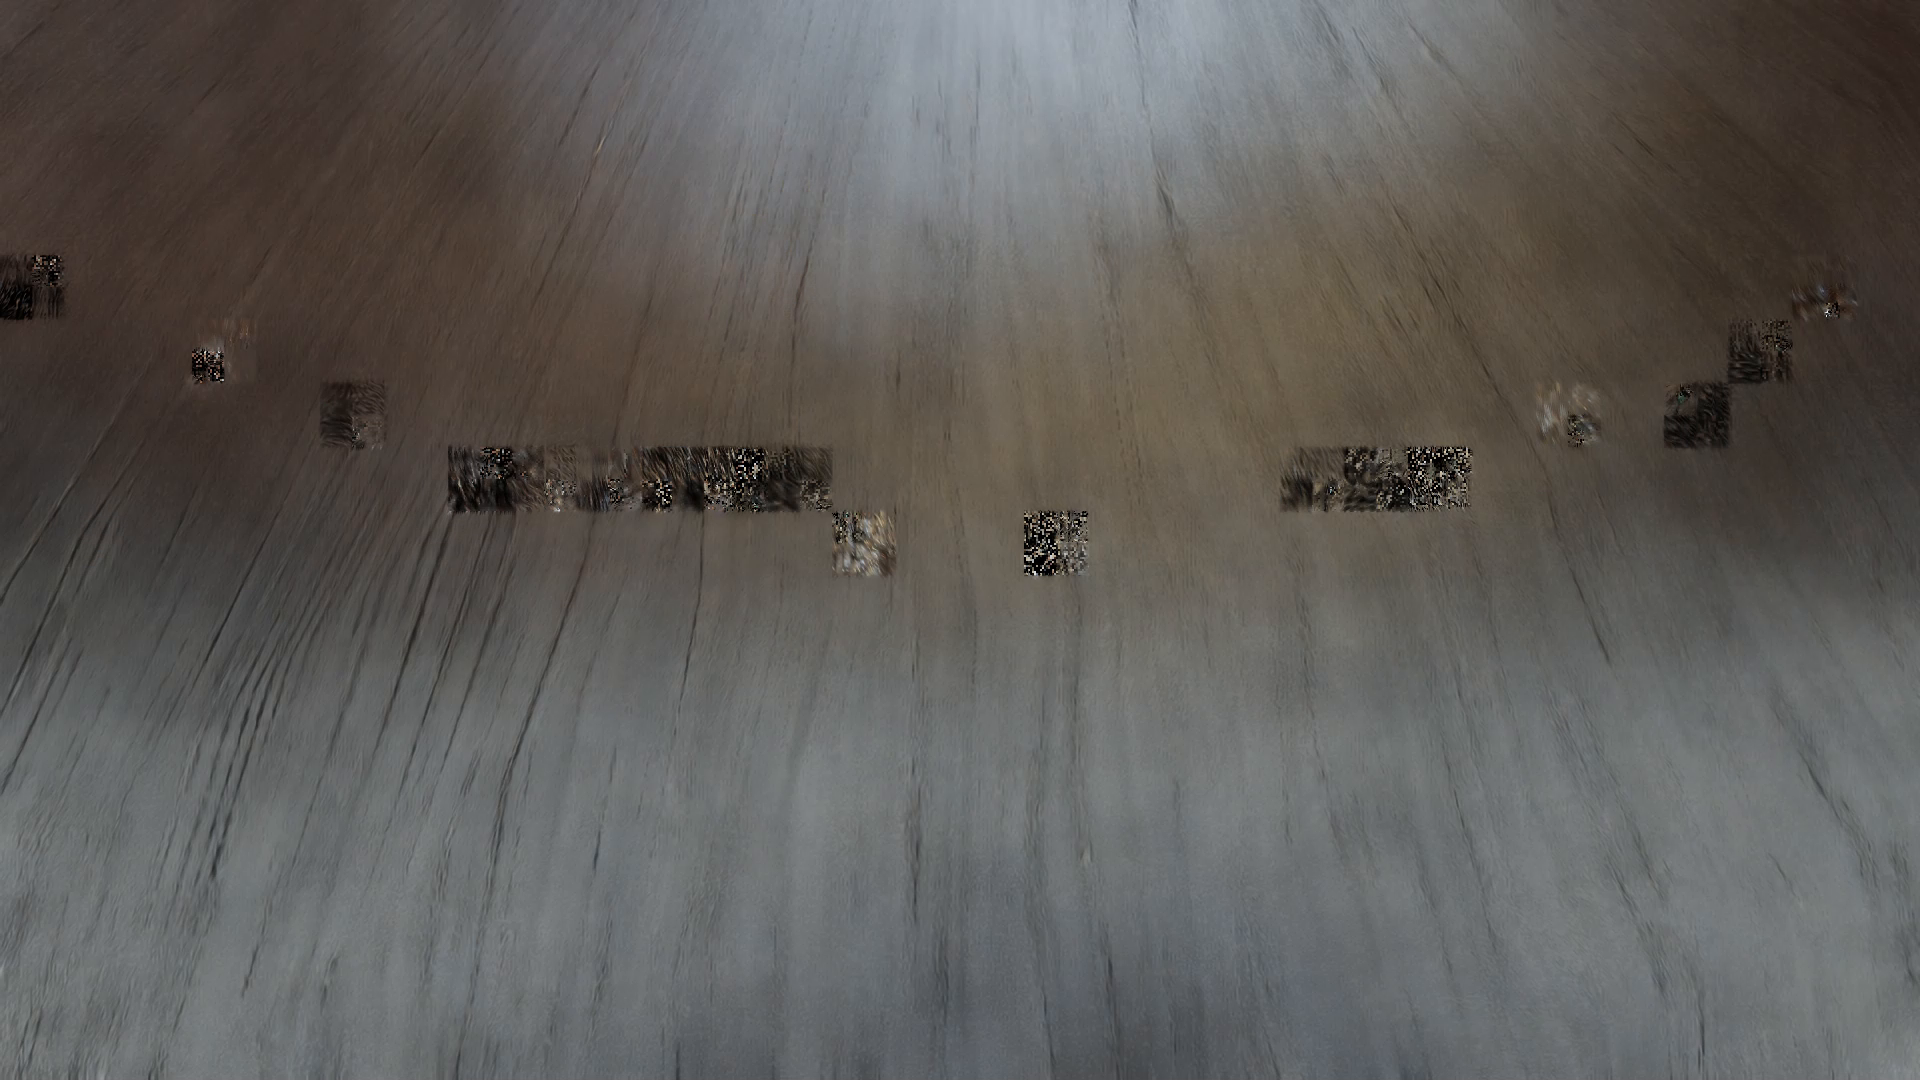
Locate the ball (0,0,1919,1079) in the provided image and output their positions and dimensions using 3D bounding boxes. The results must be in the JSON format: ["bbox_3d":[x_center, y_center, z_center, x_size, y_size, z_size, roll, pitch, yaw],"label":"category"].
[{"bbox_3d":[0.000,-0.002,0.056,0.080,0.080,0.080,0,4,0],"label":"ball"}]
